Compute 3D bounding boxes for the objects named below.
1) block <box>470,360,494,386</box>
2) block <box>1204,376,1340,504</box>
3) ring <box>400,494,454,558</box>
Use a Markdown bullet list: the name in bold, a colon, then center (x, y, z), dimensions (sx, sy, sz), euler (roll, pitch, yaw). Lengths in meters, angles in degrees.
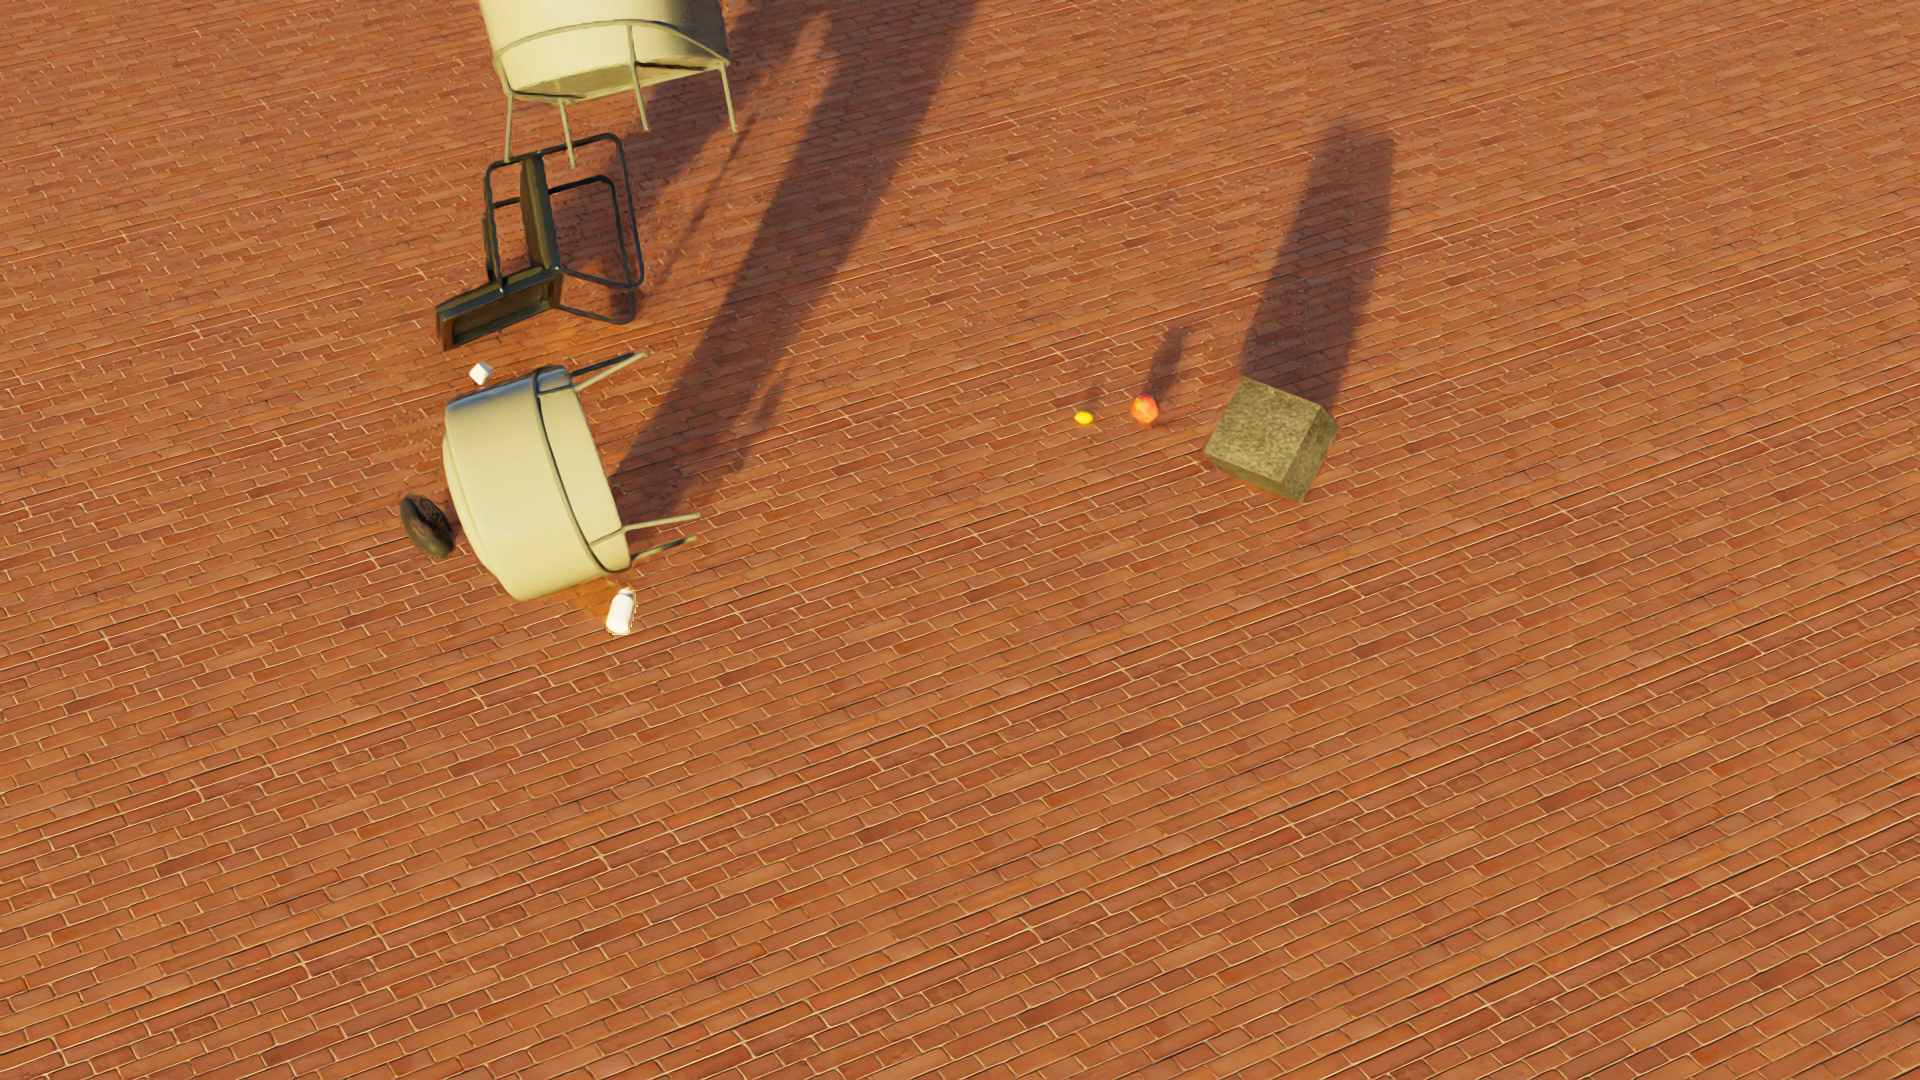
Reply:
- **block**: center (-1.734, -0.606, 10.628), dimensions (0.059, 0.059, 0.037), euler (45, 32, 1)
- **block**: center (1.187, -0.381, 11.163), dimensions (0.353, 0.231, 0.334), euler (24, 82, 32)
- **ring**: center (-1.980, -0.055, 10.889), dimensions (0.196, 0.082, 0.345), euler (21, 25, -43)
